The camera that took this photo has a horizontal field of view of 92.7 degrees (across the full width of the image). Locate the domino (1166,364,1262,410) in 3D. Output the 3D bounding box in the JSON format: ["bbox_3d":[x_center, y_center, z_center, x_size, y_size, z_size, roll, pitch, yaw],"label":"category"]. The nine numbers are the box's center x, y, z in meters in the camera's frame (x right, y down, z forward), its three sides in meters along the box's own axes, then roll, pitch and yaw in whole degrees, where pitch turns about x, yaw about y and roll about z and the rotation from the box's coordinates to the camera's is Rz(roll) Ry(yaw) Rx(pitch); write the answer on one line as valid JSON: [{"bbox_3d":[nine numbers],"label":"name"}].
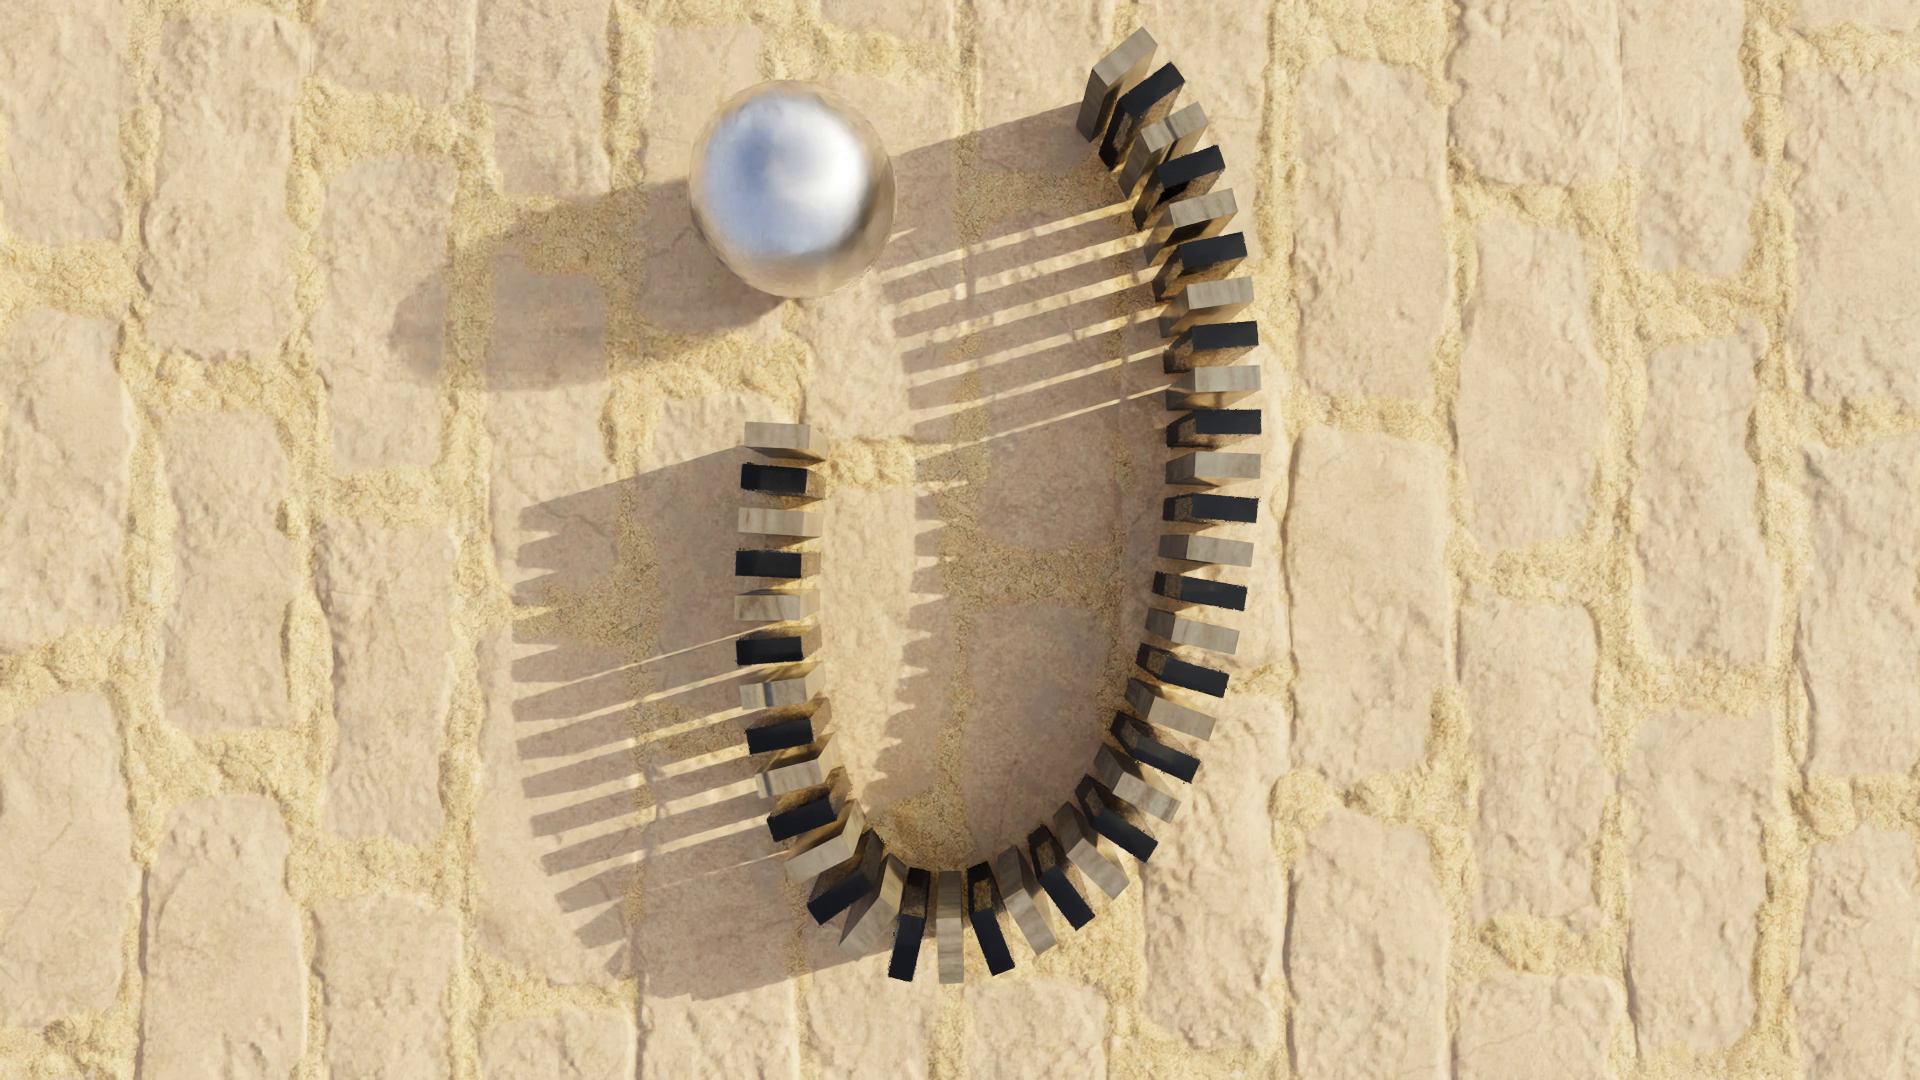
[{"bbox_3d":[0.102,-0.062,0.375,0.025,0.050,0.010,-2,90,0],"label":"domino"}]

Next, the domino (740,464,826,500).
[{"bbox_3d":[-0.071,-0.024,0.375,0.025,0.050,0.010,4,90,0],"label":"domino"}]

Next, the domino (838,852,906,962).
[{"bbox_3d":[-0.035,0.149,0.375,0.009,0.050,0.025,39,90,0],"label":"domino"}]

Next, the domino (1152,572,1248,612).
[{"bbox_3d":[0.097,0.020,0.375,0.025,0.050,0.009,10,90,0],"label":"domino"}]

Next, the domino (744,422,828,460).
[{"bbox_3d":[-0.070,-0.040,0.375,0.025,0.050,0.010,3,90,0],"label":"domino"}]

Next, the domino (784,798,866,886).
[{"bbox_3d":[-0.054,0.122,0.375,0.025,0.050,0.009,-26,90,0],"label":"domino"}]

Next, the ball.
[{"bbox_3d":[-0.065,-0.136,0.360,0.080,0.080,0.080,0,90,0],"label":"ball"}]

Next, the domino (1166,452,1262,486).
[{"bbox_3d":[0.102,-0.029,0.375,0.025,0.050,0.010,2,90,0],"label":"domino"}]

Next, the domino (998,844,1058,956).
[{"bbox_3d":[0.027,0.146,0.375,0.009,0.050,0.025,-32,90,0],"label":"domino"}]

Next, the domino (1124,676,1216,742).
[{"bbox_3d":[0.085,0.068,0.375,0.025,0.050,0.009,20,90,0],"label":"domino"}]

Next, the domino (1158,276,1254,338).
[{"bbox_3d":[0.100,-0.095,0.375,0.025,0.050,0.009,-8,90,0],"label":"domino"}]

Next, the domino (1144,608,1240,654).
[{"bbox_3d":[0.094,0.037,0.375,0.025,0.050,0.010,12,90,0],"label":"domino"}]

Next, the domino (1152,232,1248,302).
[{"bbox_3d":[0.097,-0.111,0.375,0.025,0.050,0.009,-11,90,0],"label":"domino"}]

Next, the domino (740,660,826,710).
[{"bbox_3d":[-0.071,0.059,0.375,0.025,0.050,0.010,-7,90,0],"label":"domino"}]

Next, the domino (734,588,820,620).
[{"bbox_3d":[-0.074,0.026,0.375,0.025,0.050,0.010,0,90,0],"label":"domino"}]

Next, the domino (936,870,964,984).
[{"bbox_3d":[-0.004,0.157,0.375,0.009,0.050,0.025,-3,90,0],"label":"domino"}]

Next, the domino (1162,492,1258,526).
[{"bbox_3d":[0.101,-0.012,0.375,0.025,0.050,0.010,5,90,0],"label":"domino"}]

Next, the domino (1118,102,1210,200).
[{"bbox_3d":[0.082,-0.158,0.375,0.025,0.050,0.009,-27,90,0],"label":"domino"}]

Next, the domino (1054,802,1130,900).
[{"bbox_3d":[0.053,0.126,0.375,0.025,0.050,0.010,43,90,0],"label":"domino"}]

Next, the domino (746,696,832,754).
[{"bbox_3d":[-0.069,0.075,0.375,0.025,0.050,0.009,-10,90,0],"label":"domino"}]

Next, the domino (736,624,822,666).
[{"bbox_3d":[-0.073,0.042,0.375,0.025,0.050,0.009,-4,90,0],"label":"domino"}]

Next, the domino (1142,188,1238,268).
[{"bbox_3d":[0.093,-0.127,0.375,0.025,0.050,0.010,-15,90,0],"label":"domino"}]

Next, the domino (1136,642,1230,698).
[{"bbox_3d":[0.090,0.053,0.375,0.025,0.050,0.009,16,90,0],"label":"domino"}]

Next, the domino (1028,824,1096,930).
[{"bbox_3d":[0.041,0.137,0.375,0.010,0.050,0.025,-37,90,0],"label":"domino"}]

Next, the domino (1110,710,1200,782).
[{"bbox_3d":[0.079,0.084,0.375,0.025,0.050,0.009,24,90,0],"label":"domino"}]

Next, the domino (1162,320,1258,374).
[{"bbox_3d":[0.101,-0.078,0.375,0.025,0.050,0.009,-5,90,0],"label":"domino"}]

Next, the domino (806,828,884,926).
[{"bbox_3d":[-0.046,0.136,0.375,0.025,0.050,0.009,-35,90,0],"label":"domino"}]

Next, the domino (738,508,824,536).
[{"bbox_3d":[-0.072,-0.007,0.375,0.025,0.050,0.010,4,90,0],"label":"domino"}]

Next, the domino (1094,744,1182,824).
[{"bbox_3d":[0.071,0.099,0.375,0.025,0.050,0.010,28,90,0],"label":"domino"}]

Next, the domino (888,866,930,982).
[{"bbox_3d":[-0.020,0.156,0.375,0.009,0.050,0.025,13,90,0],"label":"domino"}]

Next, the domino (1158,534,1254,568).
[{"bbox_3d":[0.099,0.004,0.375,0.025,0.050,0.009,8,90,0],"label":"domino"}]

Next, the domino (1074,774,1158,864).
[{"bbox_3d":[0.063,0.113,0.375,0.025,0.050,0.010,33,90,0],"label":"domino"}]

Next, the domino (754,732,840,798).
[{"bbox_3d":[-0.065,0.091,0.375,0.025,0.050,0.009,-14,90,0],"label":"domino"}]

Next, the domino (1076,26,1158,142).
[{"bbox_3d":[0.063,-0.185,0.375,0.025,0.050,0.010,-40,90,0],"label":"domino"}]

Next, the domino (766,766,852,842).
[{"bbox_3d":[-0.061,0.107,0.375,0.025,0.050,0.009,-20,90,0],"label":"domino"}]

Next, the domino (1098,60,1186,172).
[{"bbox_3d":[0.073,-0.172,0.375,0.025,0.050,0.009,-36,90,0],"label":"domino"}]

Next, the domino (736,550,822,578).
[{"bbox_3d":[-0.073,0.009,0.375,0.025,0.050,0.009,2,90,0],"label":"domino"}]

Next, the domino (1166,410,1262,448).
[{"bbox_3d":[0.103,-0.045,0.375,0.025,0.050,0.010,0,90,0],"label":"domino"}]

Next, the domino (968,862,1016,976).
[{"bbox_3d":[0.012,0.153,0.375,0.009,0.050,0.025,-21,90,0],"label":"domino"}]

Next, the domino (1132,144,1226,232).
[{"bbox_3d":[0.088,-0.143,0.375,0.025,0.050,0.010,-19,90,0],"label":"domino"}]
